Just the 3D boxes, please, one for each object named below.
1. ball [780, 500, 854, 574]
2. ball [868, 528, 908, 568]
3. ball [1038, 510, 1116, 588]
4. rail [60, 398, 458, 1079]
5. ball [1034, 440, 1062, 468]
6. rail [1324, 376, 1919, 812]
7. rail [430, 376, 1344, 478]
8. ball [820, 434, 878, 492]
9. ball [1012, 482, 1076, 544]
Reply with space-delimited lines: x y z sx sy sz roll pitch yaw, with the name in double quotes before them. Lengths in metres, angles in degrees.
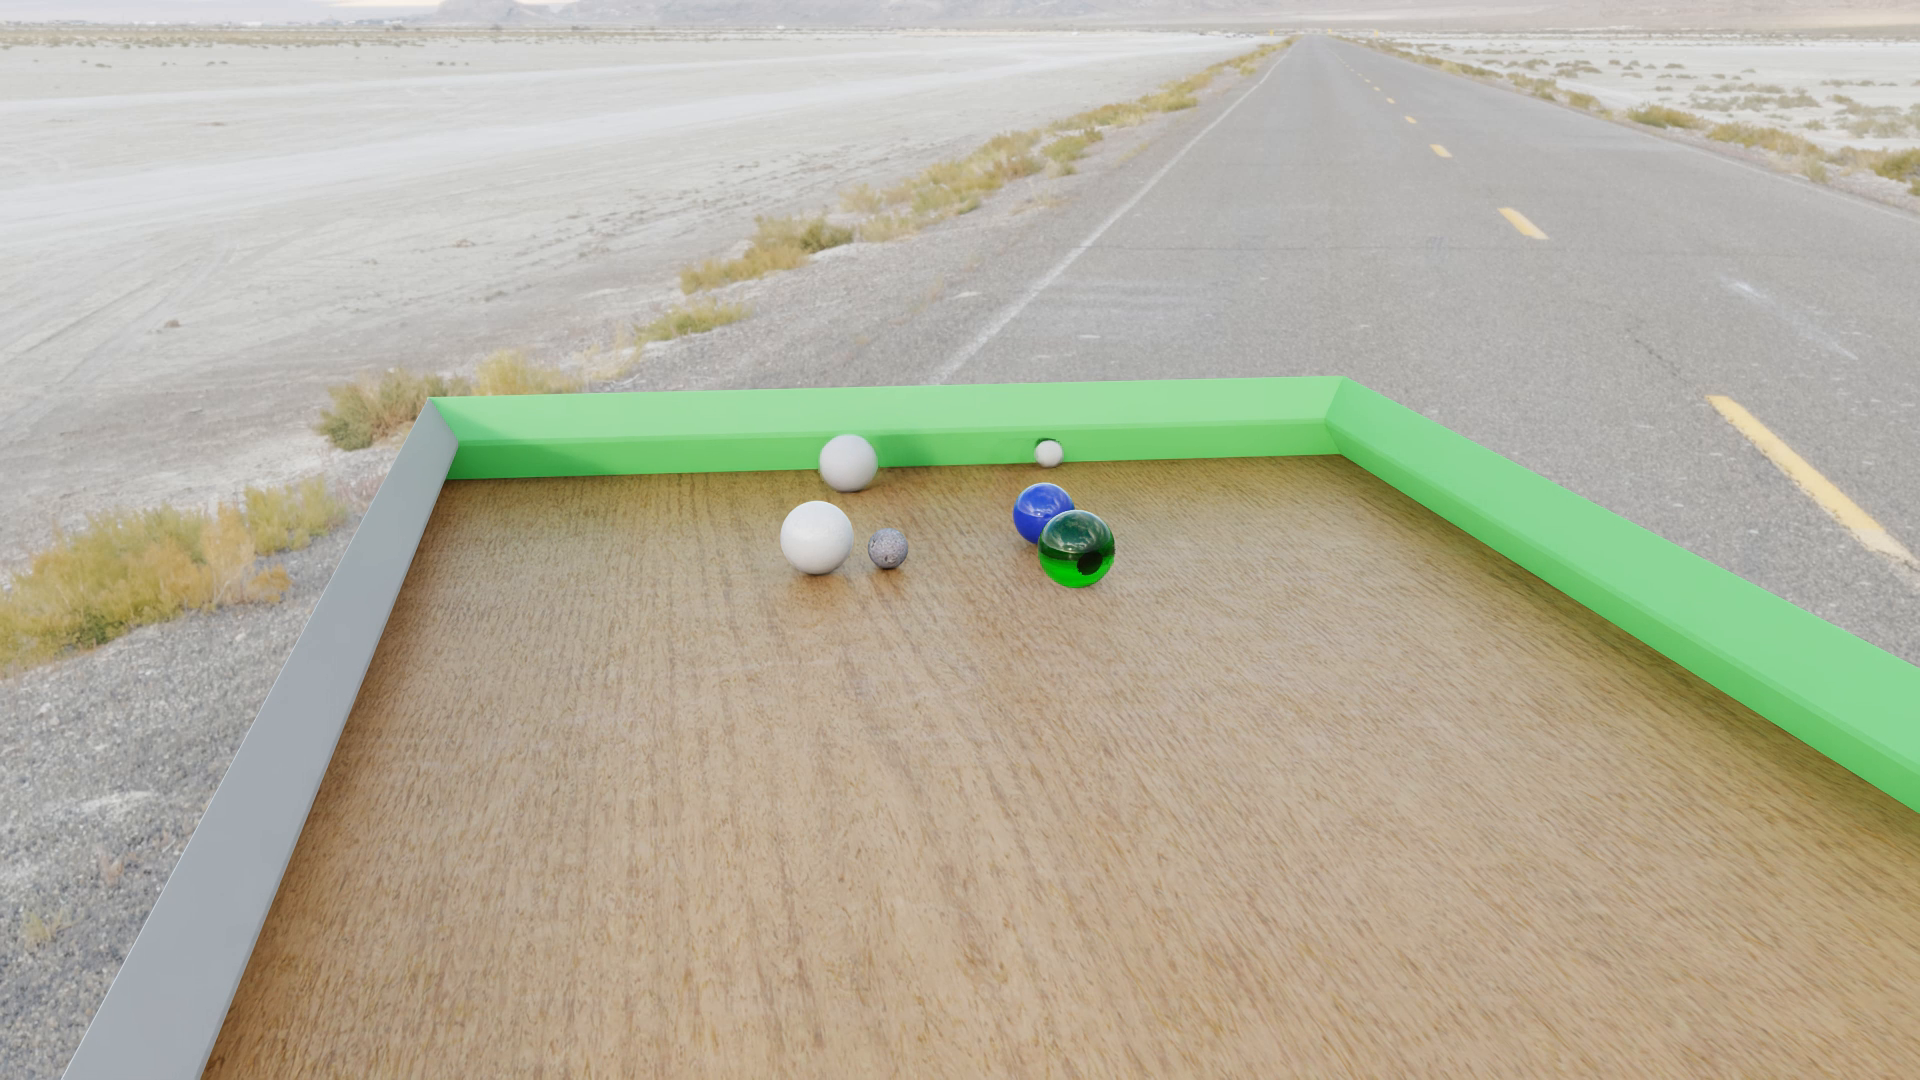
"ball" -0.180 -0.003 2.761 0.093 0.093 0.093 0 13 0
"ball" -0.091 0.011 2.793 0.052 0.052 0.052 0 13 0
"ball" 0.143 0.011 2.698 0.096 0.096 0.096 0 13 0
"rail" -0.589 0.148 2.057 0.045 0.125 2.625 -2 14 -8
"ball" 0.137 -0.133 3.413 0.044 0.044 0.044 0 13 0
"rail" 0.776 0.102 2.248 0.045 0.125 2.625 -2 14 -8
"rail" -0.090 -0.171 3.393 1.427 0.125 0.045 -2 14 -8
"ball" -0.164 -0.114 3.241 0.086 0.086 0.086 0 13 0
"ball" 0.111 -0.034 2.912 0.084 0.084 0.084 0 13 0
